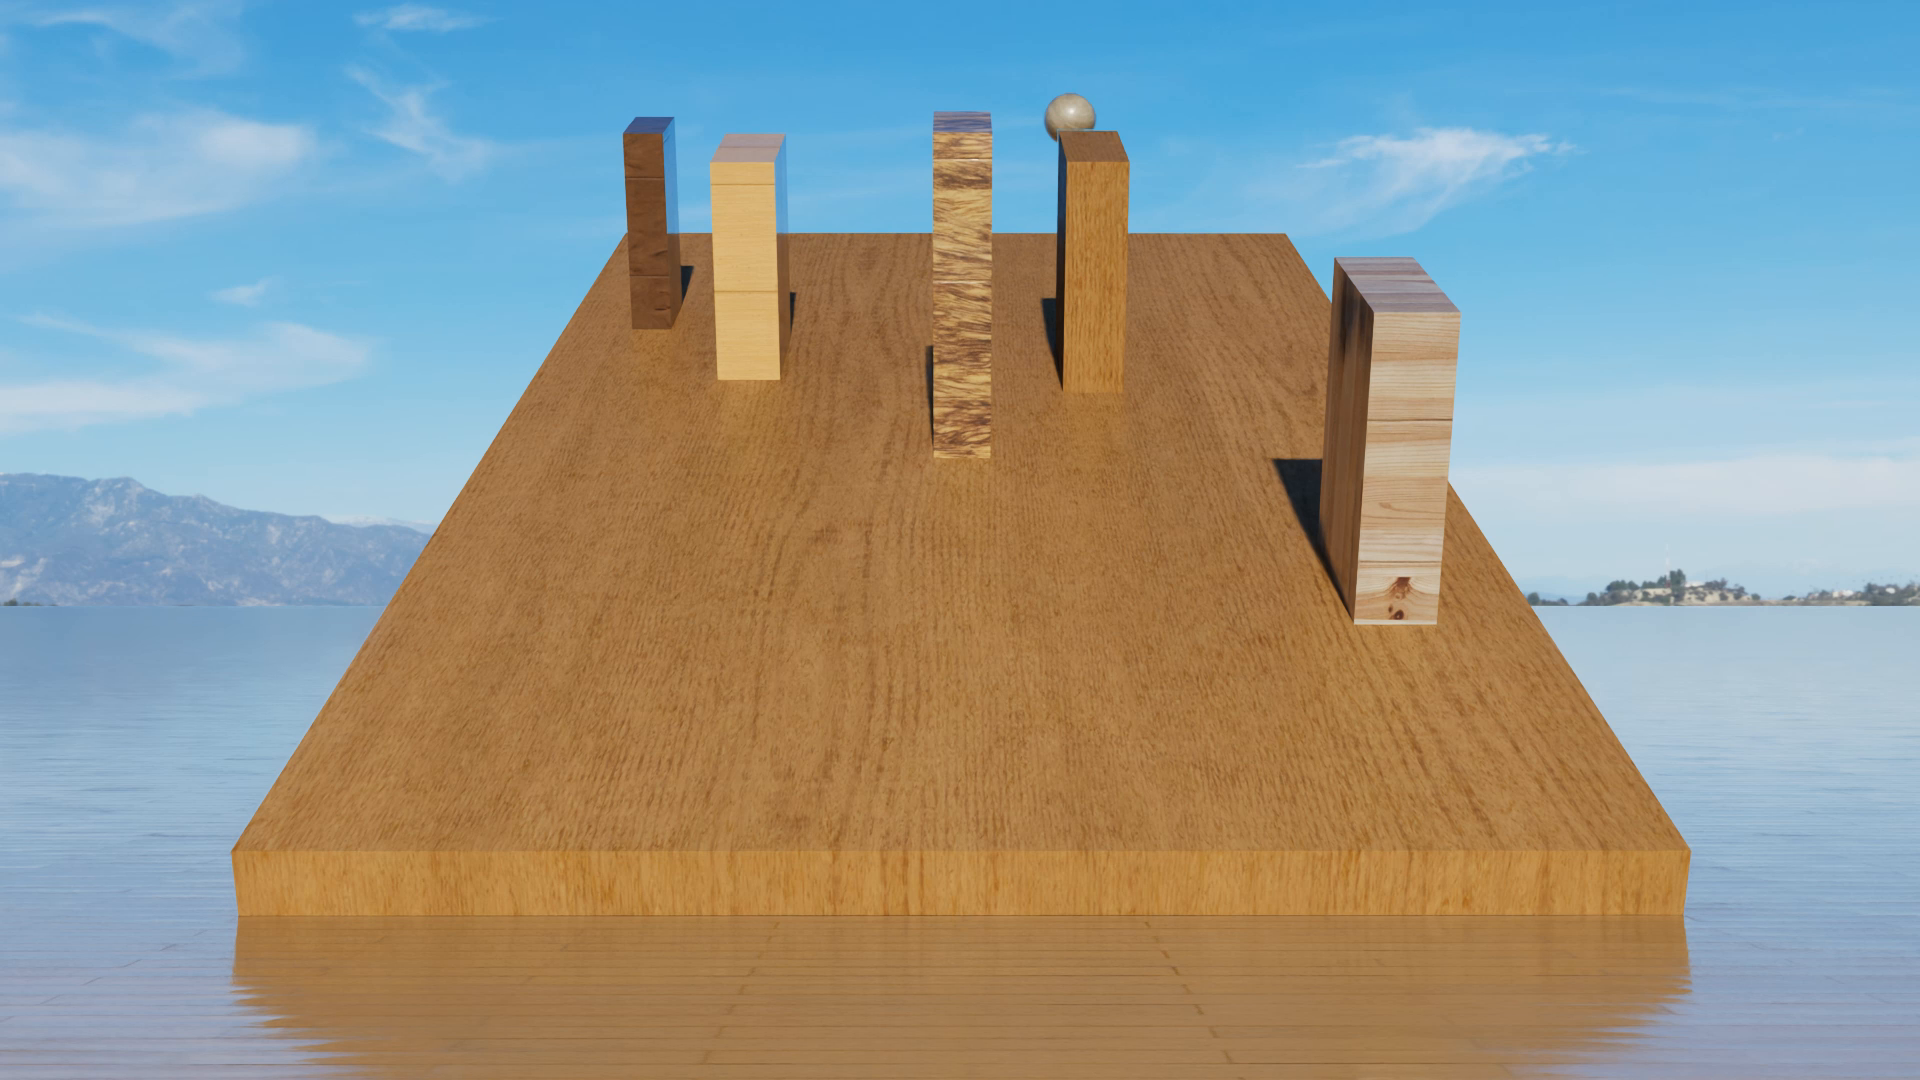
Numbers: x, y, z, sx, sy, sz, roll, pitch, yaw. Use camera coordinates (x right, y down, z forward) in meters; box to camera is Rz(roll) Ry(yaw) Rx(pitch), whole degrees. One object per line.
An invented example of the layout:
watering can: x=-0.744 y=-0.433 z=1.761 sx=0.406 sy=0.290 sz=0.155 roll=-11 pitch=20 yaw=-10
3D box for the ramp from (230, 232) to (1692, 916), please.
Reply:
ramp: x=-0.005 y=-0.205 z=4.998 sx=2.000 sy=0.100 sz=4.000 roll=0 pitch=20 yaw=0

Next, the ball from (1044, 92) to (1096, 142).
ball: x=0.315 y=-1.205 z=6.486 sx=0.150 sy=0.150 sz=0.150 roll=0 pitch=-2 yaw=0

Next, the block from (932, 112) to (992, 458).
block: x=0.004 y=-0.538 z=4.767 sx=0.119 sy=0.683 sz=0.264 roll=0 pitch=20 yaw=0

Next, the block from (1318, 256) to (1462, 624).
block: x=0.746 y=-0.183 z=3.983 sx=0.142 sy=0.549 sz=0.410 roll=0 pitch=20 yaw=0

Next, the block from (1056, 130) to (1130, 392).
block: x=0.307 y=-0.660 z=5.326 sx=0.140 sy=0.535 sz=0.409 roll=0 pitch=20 yaw=0

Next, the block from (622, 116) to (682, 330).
block: x=-0.785 y=-0.813 z=5.798 sx=0.099 sy=0.498 sz=0.251 roll=0 pitch=20 yaw=0

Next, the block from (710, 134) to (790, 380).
block: x=-0.497 y=-0.684 z=5.419 sx=0.147 sy=0.513 sz=0.386 roll=0 pitch=20 yaw=0
